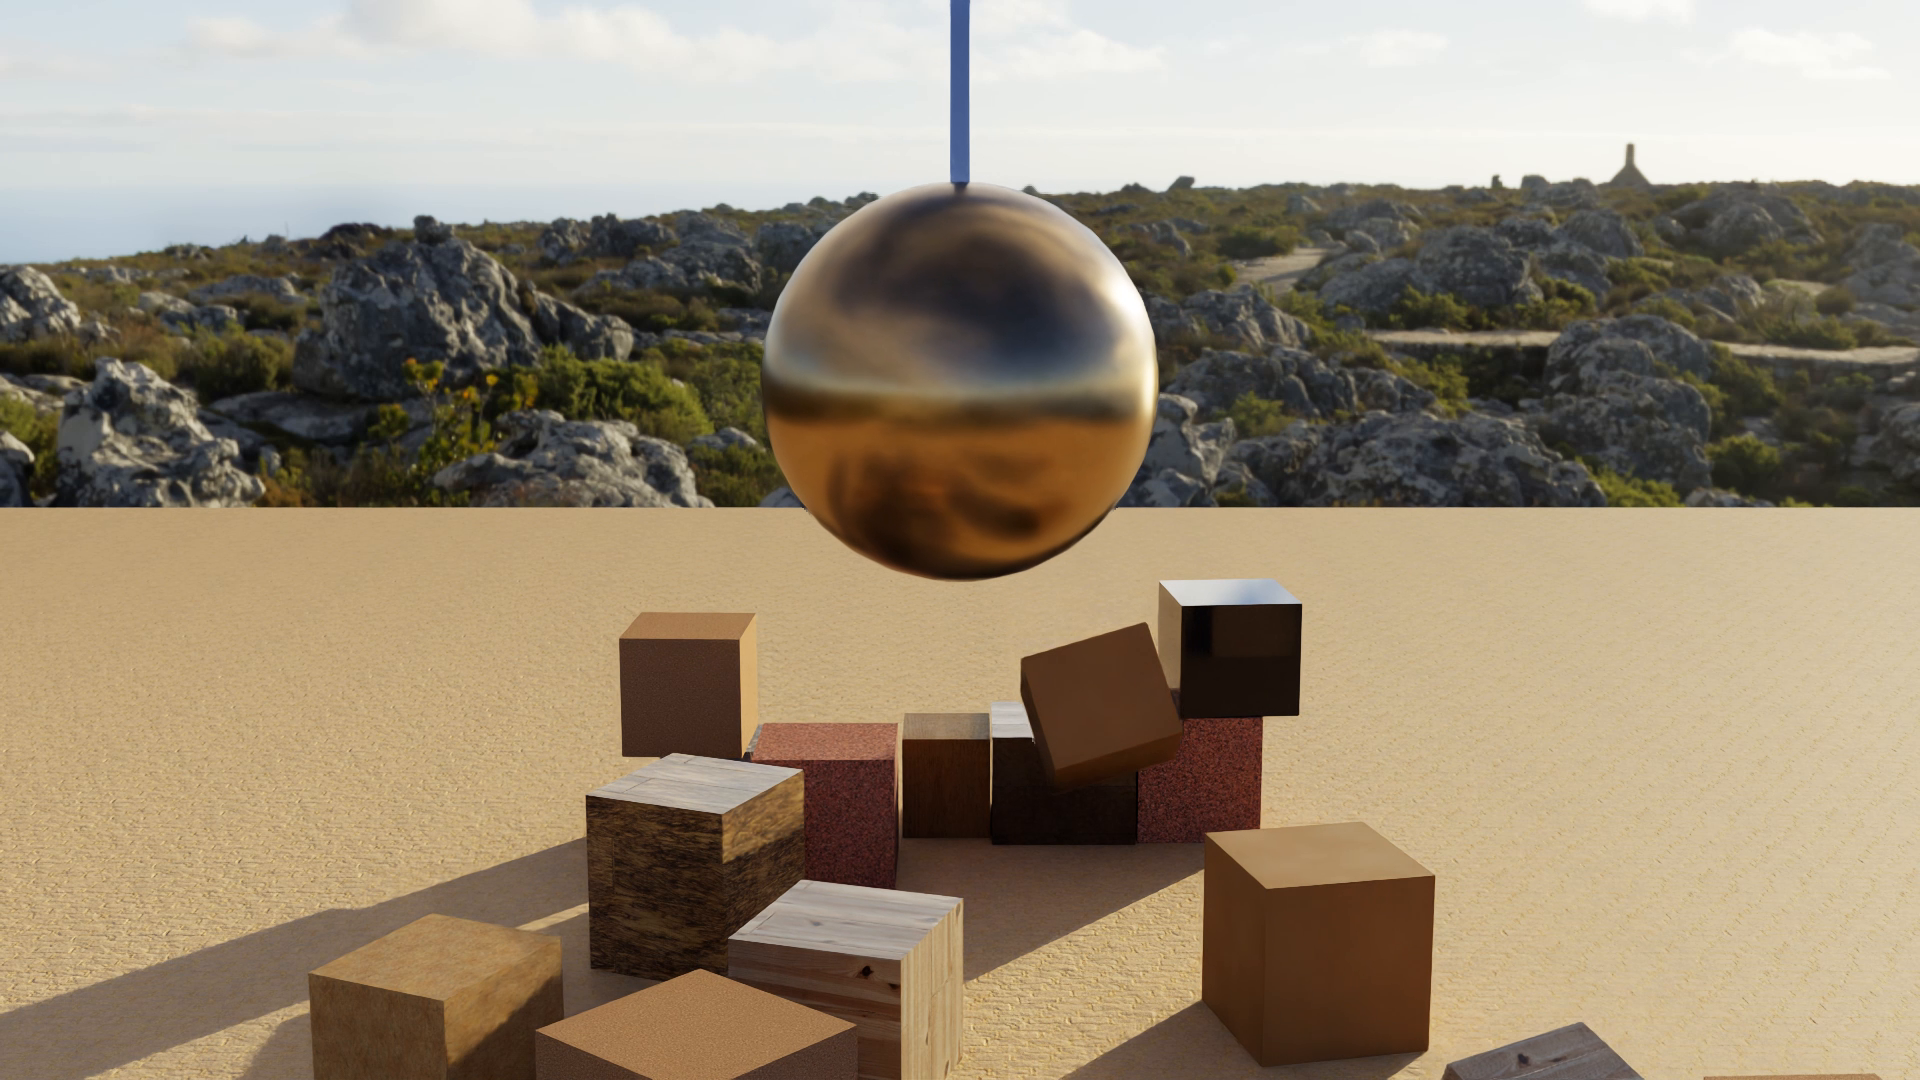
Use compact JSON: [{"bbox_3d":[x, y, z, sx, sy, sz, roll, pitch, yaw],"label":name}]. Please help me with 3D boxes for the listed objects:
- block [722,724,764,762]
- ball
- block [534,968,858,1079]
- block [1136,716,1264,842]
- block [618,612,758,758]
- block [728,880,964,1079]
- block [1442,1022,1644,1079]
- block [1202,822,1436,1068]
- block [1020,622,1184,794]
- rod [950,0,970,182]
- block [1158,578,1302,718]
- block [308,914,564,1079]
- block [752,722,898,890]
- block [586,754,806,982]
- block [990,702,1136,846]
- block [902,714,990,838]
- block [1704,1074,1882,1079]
[{"bbox_3d":[-1.250,1.249,11.422,0.536,0.456,0.534,0,10,0],"label":"block"},{"bbox_3d":[0.000,-0.632,8.837,1.600,1.600,1.600,0,10,0],"label":"ball"},{"bbox_3d":[-0.854,1.910,7.191,0.756,0.668,0.717,9,14,40],"label":"block"},{"bbox_3d":[1.207,1.158,11.383,0.622,0.649,0.626,0,10,0],"label":"block"},{"bbox_3d":[-1.381,0.735,11.271,0.603,0.609,0.620,0,10,2],"label":"block"},{"bbox_3d":[-0.415,1.727,8.254,0.669,0.648,0.685,3,11,19],"label":"block"},{"bbox_3d":[1.773,1.944,6.615,0.584,0.632,0.593,-7,34,-33],"label":"block"},{"bbox_3d":[1.415,1.596,8.785,0.689,0.717,0.700,-2,11,-13],"label":"block"},{"bbox_3d":[0.673,0.825,10.686,0.627,0.558,0.674,-16,-16,-4],"label":"block"},{"bbox_3d":[0.000,-3.968,9.493,0.080,5.200,0.080,0,-11,0],"label":"rod"},{"bbox_3d":[1.375,0.549,11.301,0.610,0.578,0.635,-1,10,-5],"label":"block"},{"bbox_3d":[-1.921,1.797,8.134,0.608,0.554,0.690,5,11,25],"label":"block"},{"bbox_3d":[-0.642,1.288,10.671,0.668,0.648,0.664,0,10,0],"label":"block"},{"bbox_3d":[-1.136,1.426,9.556,0.665,0.776,0.711,5,11,24],"label":"block"},{"bbox_3d":[0.524,1.199,11.400,0.721,0.562,0.715,0,10,0],"label":"block"},{"bbox_3d":[-0.069,1.217,11.416,0.447,0.520,0.512,0,10,0],"label":"block"},{"bbox_3d":[2.742,2.042,7.011,0.574,0.474,0.547,0,10,-2],"label":"block"}]
